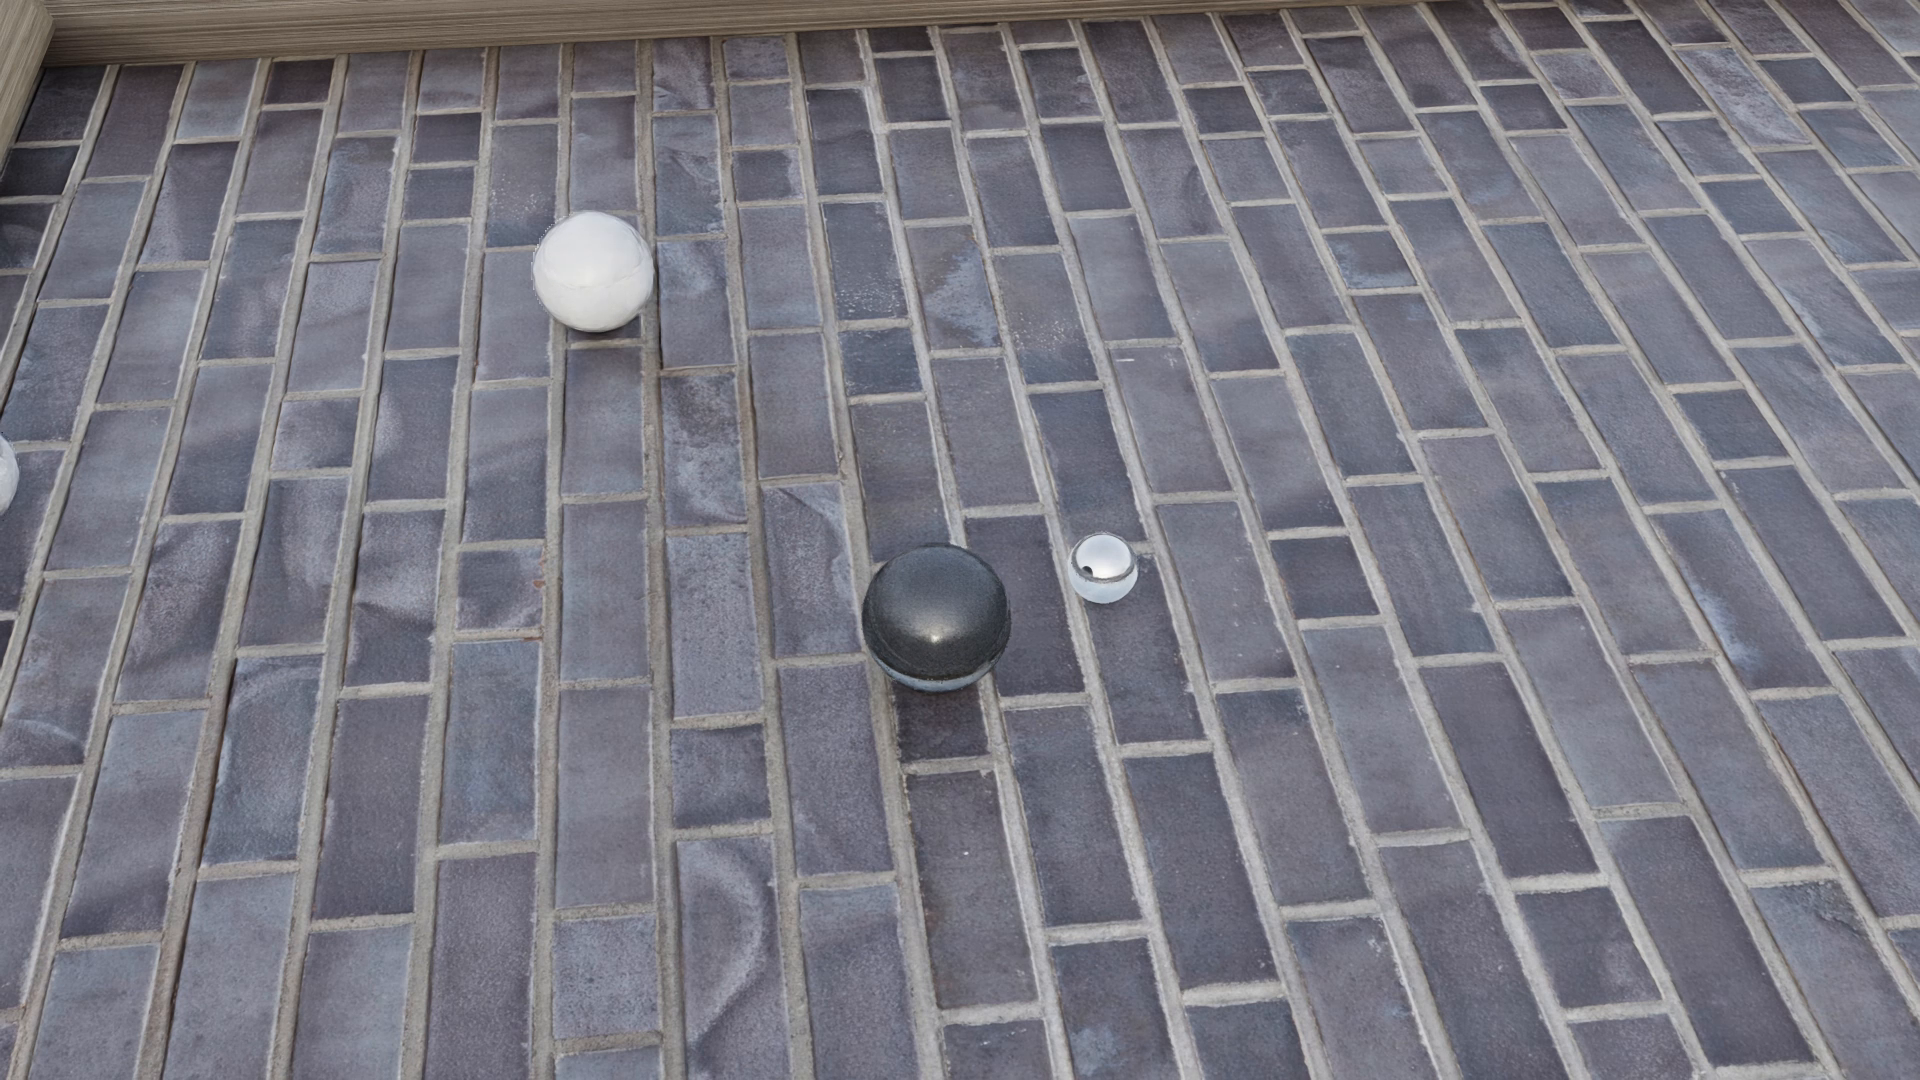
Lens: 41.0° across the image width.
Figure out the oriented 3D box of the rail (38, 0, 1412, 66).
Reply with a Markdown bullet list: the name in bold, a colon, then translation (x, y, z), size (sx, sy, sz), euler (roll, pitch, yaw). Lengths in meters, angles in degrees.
- **rail**: translation (0.649, -0.560, 2.395), size (2.998, 0.120, 0.045), euler (-4, 36, -5)

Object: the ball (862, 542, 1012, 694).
- **ball**: translation (-0.014, 0.048, 1.577), size (0.093, 0.093, 0.093), euler (0, 36, 0)

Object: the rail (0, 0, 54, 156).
- **rail**: translation (-0.721, 0.030, 1.577), size (0.045, 0.120, 1.744), euler (-4, 36, -5)

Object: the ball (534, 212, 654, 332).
- **ball**: translation (-0.274, -0.201, 1.924), size (0.090, 0.090, 0.090), euler (0, 36, 0)

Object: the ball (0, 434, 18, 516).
- **ball**: translation (-0.672, -0.044, 1.716), size (0.079, 0.079, 0.079), euler (0, 36, 0)

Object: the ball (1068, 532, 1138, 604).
- **ball**: translation (0.092, 0.018, 1.658), size (0.046, 0.046, 0.046), euler (0, 36, 0)
